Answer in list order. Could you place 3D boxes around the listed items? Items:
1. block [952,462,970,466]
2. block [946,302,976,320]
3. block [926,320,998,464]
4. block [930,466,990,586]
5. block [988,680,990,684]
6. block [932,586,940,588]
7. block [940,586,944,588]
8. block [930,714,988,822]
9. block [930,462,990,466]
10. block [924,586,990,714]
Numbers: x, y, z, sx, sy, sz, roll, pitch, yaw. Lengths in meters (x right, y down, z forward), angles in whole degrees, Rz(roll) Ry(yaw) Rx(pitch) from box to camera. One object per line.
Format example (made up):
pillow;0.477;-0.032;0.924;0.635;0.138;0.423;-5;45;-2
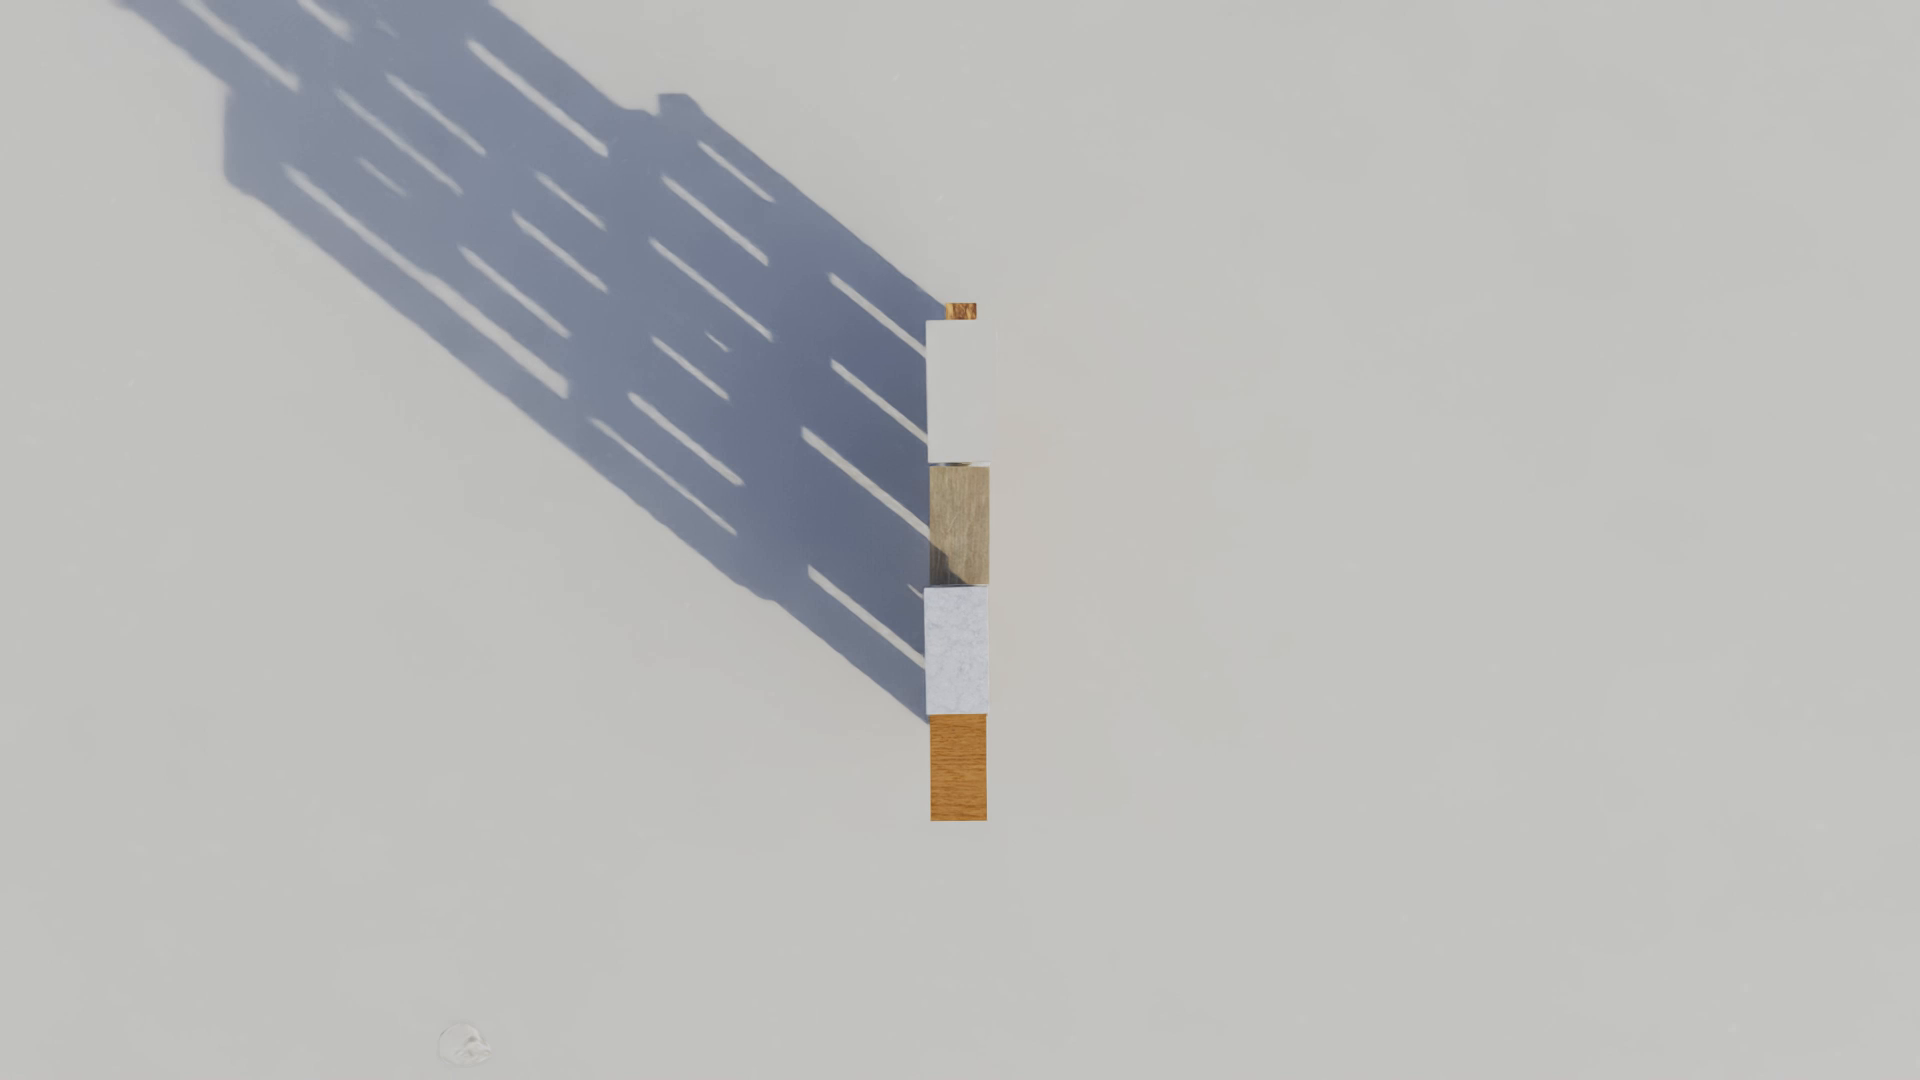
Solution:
block;0.001;-0.164;4.400;0.050;0.014;0.101;1;90;0
block;0.003;-0.621;4.981;0.094;0.027;0.187;0;90;0
block;0.005;-0.354;3.935;0.168;0.048;0.337;-1;90;0
block;-0.001;-0.034;4.079;0.147;0.042;0.293;0;90;0
block;-0.004;0.367;4.185;0.152;0.359;0.043;-1;90;0
block;-0.001;0.060;5.142;0.167;0.047;0.334;0;90;0
block;-0.005;0.174;4.323;0.091;0.026;0.182;0;90;0
block;-0.004;0.571;4.210;0.144;0.041;0.287;0;90;0
block;0.000;-0.338;4.531;0.161;0.046;0.321;0;90;0
block;-0.008;0.266;3.984;0.152;0.043;0.304;-1;90;0
